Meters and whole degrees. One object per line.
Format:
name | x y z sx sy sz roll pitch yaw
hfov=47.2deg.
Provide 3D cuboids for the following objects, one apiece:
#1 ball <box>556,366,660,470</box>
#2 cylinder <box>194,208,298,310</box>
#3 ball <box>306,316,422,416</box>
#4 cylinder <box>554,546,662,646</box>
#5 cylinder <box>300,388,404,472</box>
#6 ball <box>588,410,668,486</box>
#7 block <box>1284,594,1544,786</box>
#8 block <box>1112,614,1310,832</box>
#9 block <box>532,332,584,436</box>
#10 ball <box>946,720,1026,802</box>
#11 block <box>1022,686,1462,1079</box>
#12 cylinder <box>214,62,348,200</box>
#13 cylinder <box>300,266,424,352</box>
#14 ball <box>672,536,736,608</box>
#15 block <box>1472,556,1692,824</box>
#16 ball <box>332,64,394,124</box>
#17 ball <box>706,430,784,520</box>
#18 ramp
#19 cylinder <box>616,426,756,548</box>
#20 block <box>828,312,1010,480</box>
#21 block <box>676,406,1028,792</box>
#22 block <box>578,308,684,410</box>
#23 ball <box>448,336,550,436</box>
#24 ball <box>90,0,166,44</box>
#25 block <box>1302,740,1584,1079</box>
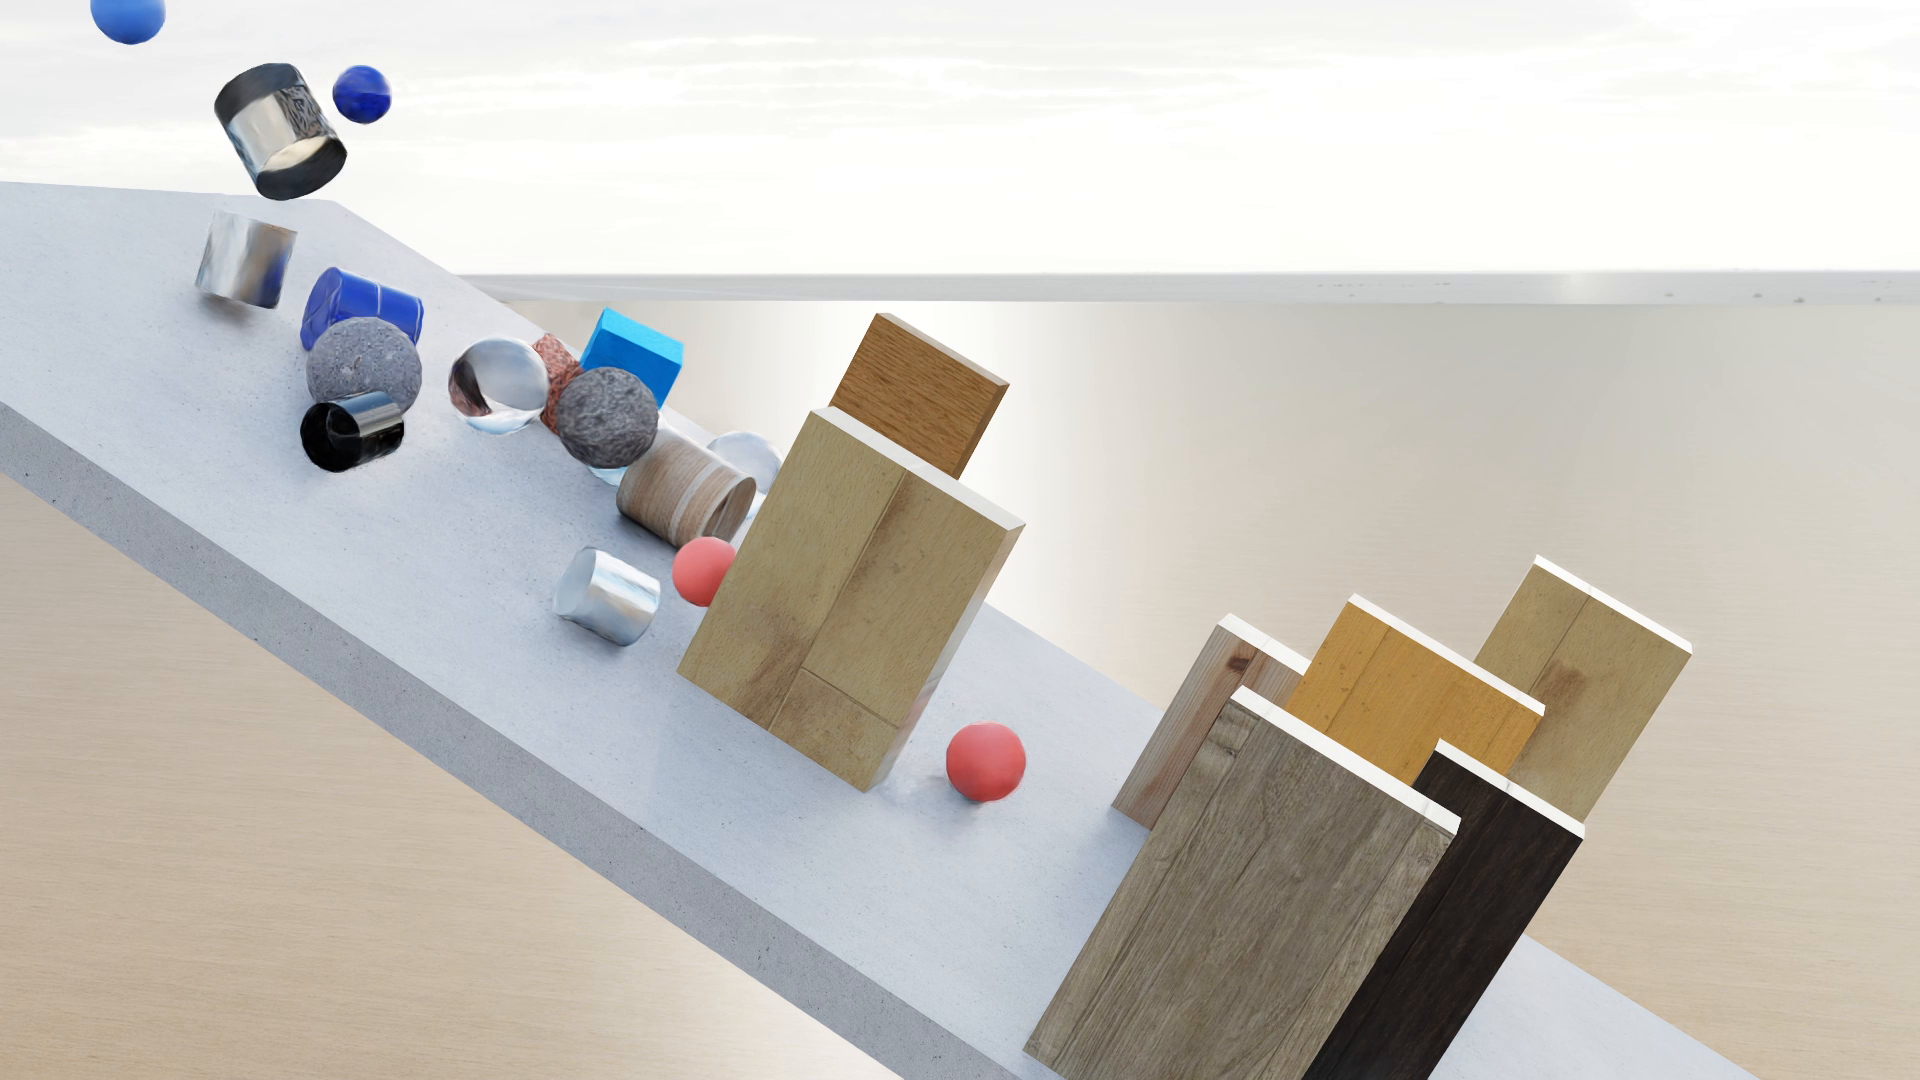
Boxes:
ball | -0.674 -0.232 4.203 0.196 0.196 0.196 0 7 0
cylinder | -1.403 -0.551 4.322 0.160 0.160 0.160 16 3 -1
ball | -1.097 -0.308 4.052 0.207 0.207 0.207 0 7 0
cylinder | -0.595 0.096 3.712 0.129 0.129 0.129 29 -9 -30
cylinder | -1.060 -0.191 3.839 0.125 0.125 0.125 3 15 21
ball | -0.685 -0.202 4.507 0.185 0.185 0.185 0 7 0
block | 0.713 0.464 3.946 0.385 0.620 0.096 31 15 11
block | 0.578 0.431 4.216 0.407 0.418 0.136 31 15 11
block | -0.859 -0.330 4.635 0.127 0.127 0.127 -39 49 -10
ball | 0.045 0.393 3.904 0.144 0.144 0.144 0 7 0
block | 0.386 0.552 3.061 0.346 0.601 0.094 31 15 11
cylinder | -1.477 -0.887 4.782 0.210 0.210 0.210 -30 -15 -9
cylinder | -1.190 -0.433 4.375 0.176 0.176 0.176 18 -5 -36
ball | -0.441 0.056 3.841 0.124 0.124 0.124 0 7 0
block | 1.183 0.446 4.650 0.361 0.739 0.140 31 15 11
ball | -1.253 -0.935 4.613 0.125 0.125 0.125 0 7 0
ball | -0.463 -0.137 4.657 0.191 0.191 0.191 0 7 0
ramp | -0.202 0.334 4.137 4.000 0.100 2.000 31 15 11
cylinder | -0.542 -0.090 4.363 0.197 0.197 0.197 32 15 12
block | -0.160 -0.168 4.650 0.305 0.543 0.087 31 15 11
block | -0.188 0.099 3.722 0.390 0.518 0.114 31 15 11
block | -0.755 -0.374 4.952 0.195 0.195 0.195 25 15 -14
ball | -0.923 -0.310 4.401 0.200 0.200 0.200 0 7 0
ball | -1.644 -1.052 4.348 0.141 0.141 0.141 0 7 0
block | 0.665 0.626 3.303 0.243 0.615 0.081 31 15 11
